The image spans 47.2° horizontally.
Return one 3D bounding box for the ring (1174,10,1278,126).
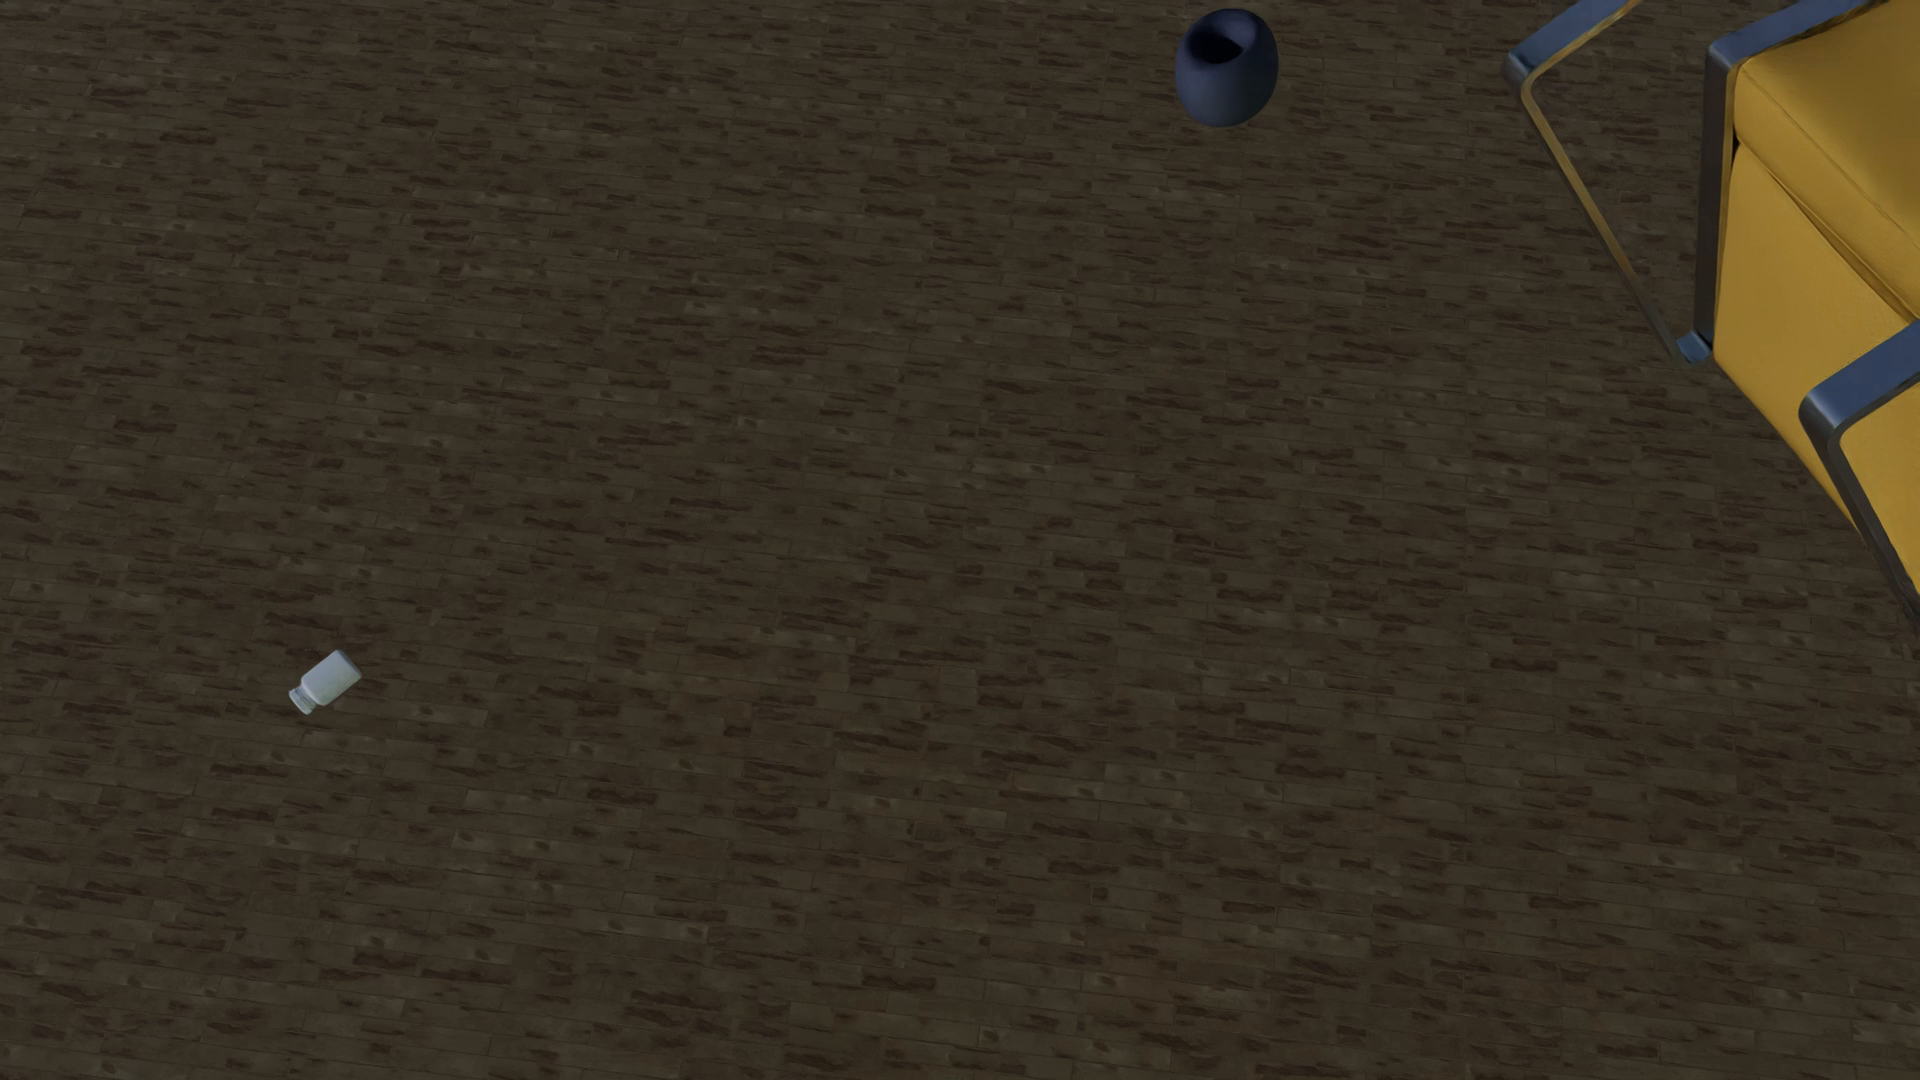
[{"bbox_3d":[0.498,-0.884,4.113,0.192,0.129,0.261,2,48,17],"label":"ring"}]
